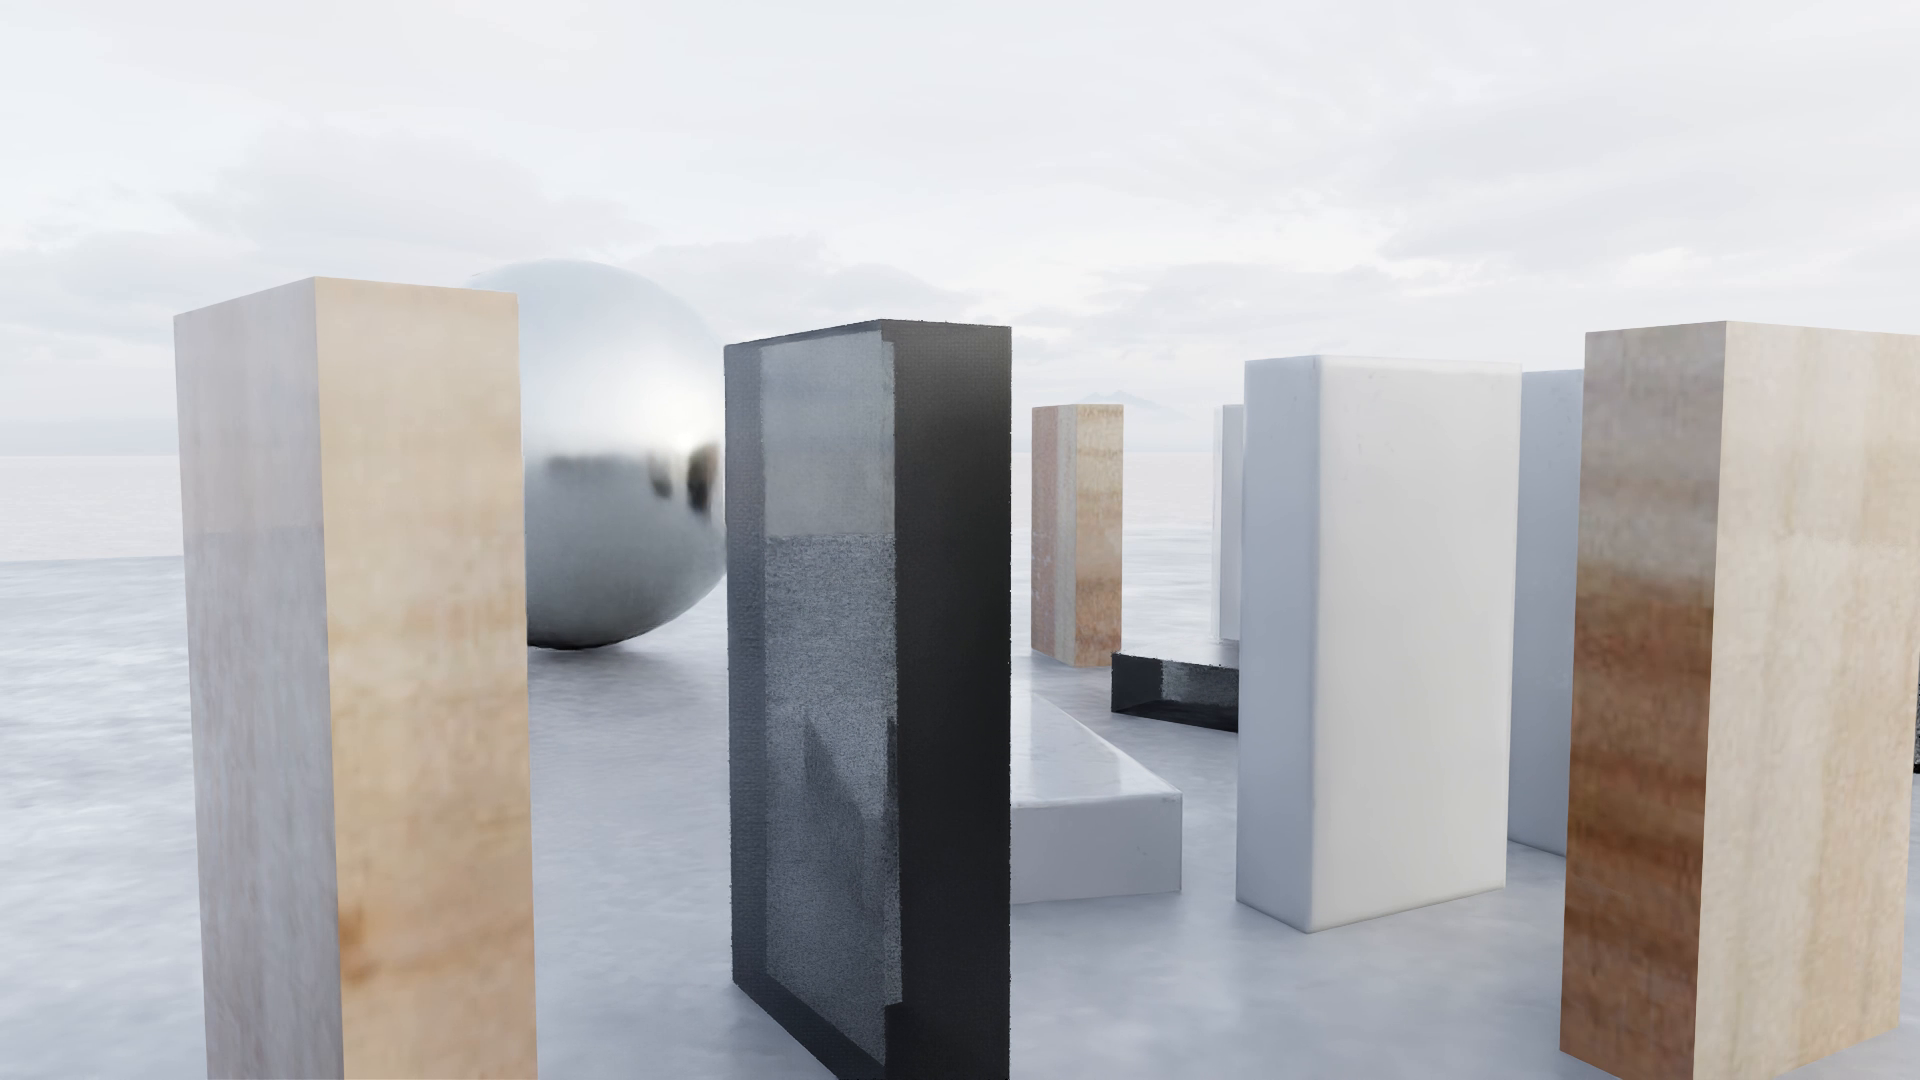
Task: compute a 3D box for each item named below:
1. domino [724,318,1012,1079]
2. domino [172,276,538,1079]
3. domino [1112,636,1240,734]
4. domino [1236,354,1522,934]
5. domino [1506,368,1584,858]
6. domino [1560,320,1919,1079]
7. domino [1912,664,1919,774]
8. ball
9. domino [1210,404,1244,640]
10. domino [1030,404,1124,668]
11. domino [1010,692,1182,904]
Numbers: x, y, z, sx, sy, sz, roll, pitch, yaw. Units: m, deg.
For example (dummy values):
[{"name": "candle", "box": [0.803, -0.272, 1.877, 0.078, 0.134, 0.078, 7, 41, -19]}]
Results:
[{"name": "domino", "box": [-0.007, 0.011, 0.092, 0.009, 0.050, 0.025, -3, 5, -32]}, {"name": "domino", "box": [-0.034, 0.012, 0.072, 0.009, 0.050, 0.025, -4, 6, -44]}, {"name": "domino", "box": [0.051, 0.023, 0.196, 0.050, 0.010, 0.025, 4, 6, 41]}, {"name": "domino", "box": [0.039, 0.009, 0.120, 0.025, 0.050, 0.009, -2, 5, -28]}, {"name": "domino", "box": [0.065, 0.007, 0.135, 0.009, 0.050, 0.025, -2, 5, -30]}, {"name": "domino", "box": [0.055, 0.011, 0.090, 0.025, 0.050, 0.009, -2, 5, -29]}, {"name": "domino", "box": [0.119, 0.004, 0.175, 0.025, 0.050, 0.009, 4, 6, 43]}, {"name": "ball", "box": [-0.080, -0.017, 0.265, 0.080, 0.080, 0.080, 0, 4, 0]}, {"name": "domino", "box": [0.056, -0.002, 0.258, 0.009, 0.050, 0.025, 1, 4, 7]}, {"name": "domino", "box": [0.023, -0.002, 0.256, 0.009, 0.050, 0.025, -1, 4, -17]}, {"name": "domino", "box": [0.003, 0.027, 0.144, 0.025, 0.009, 0.050, -1, 4, -13]}]
